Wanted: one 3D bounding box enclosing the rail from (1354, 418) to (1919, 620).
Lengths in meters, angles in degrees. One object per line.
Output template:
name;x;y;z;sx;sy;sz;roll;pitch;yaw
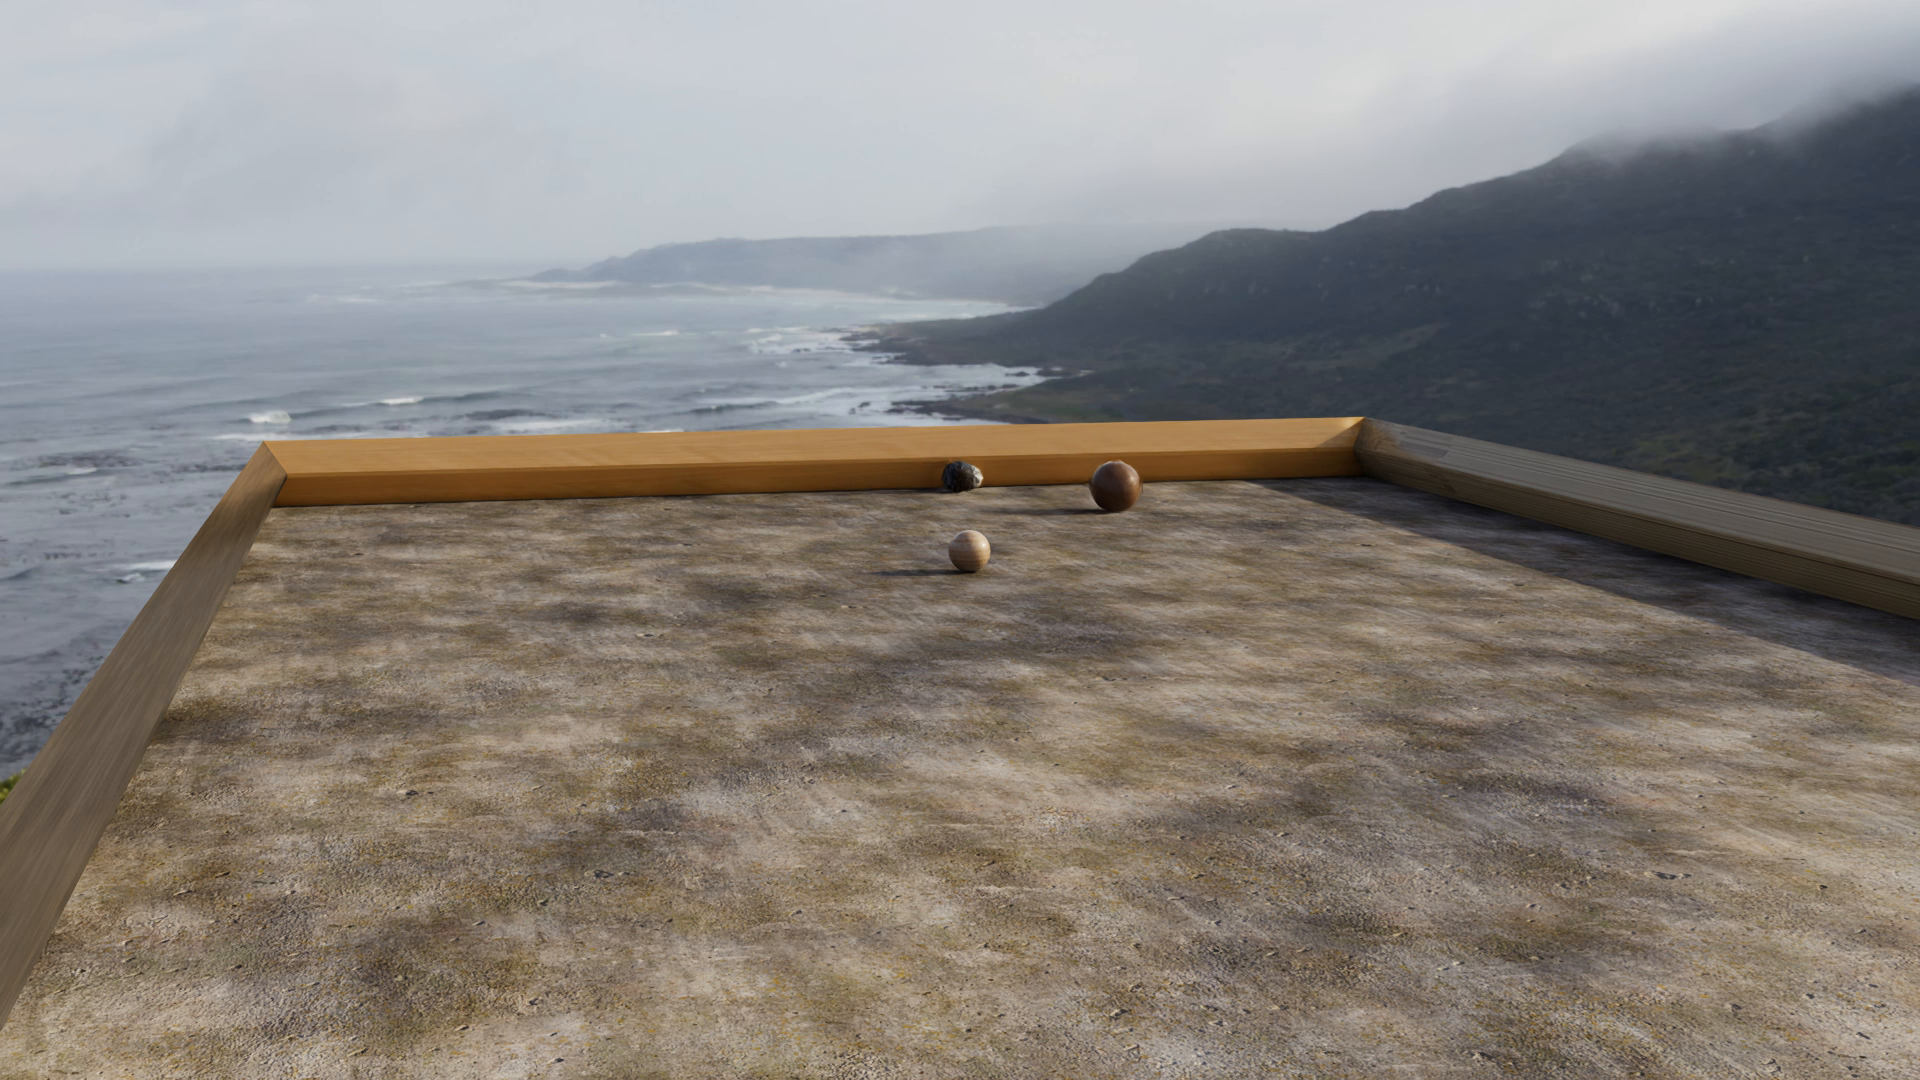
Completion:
rail;1.298;0.062;2.847;0.045;0.123;3.842;-2;8;-14

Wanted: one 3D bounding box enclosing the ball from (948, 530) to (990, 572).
ball;0.015;0.017;3.377;0.065;0.065;0.065;0;8;0

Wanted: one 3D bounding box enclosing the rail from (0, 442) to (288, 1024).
rail;-0.842;0.135;2.329;0.045;0.123;3.842;-2;8;-14

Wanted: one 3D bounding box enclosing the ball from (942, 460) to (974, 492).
ball;-0.003;-0.127;4.390;0.065;0.065;0.065;0;8;0

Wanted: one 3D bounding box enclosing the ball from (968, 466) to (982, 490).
ball;0.022;-0.127;4.449;0.049;0.049;0.049;0;8;0

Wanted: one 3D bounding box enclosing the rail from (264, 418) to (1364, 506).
rail;-0.223;-0.160;4.412;2.250;0.123;0.045;-2;8;-14

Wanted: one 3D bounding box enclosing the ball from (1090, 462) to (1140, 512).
ball;0.289;-0.099;4.092;0.095;0.095;0.095;0;8;0
